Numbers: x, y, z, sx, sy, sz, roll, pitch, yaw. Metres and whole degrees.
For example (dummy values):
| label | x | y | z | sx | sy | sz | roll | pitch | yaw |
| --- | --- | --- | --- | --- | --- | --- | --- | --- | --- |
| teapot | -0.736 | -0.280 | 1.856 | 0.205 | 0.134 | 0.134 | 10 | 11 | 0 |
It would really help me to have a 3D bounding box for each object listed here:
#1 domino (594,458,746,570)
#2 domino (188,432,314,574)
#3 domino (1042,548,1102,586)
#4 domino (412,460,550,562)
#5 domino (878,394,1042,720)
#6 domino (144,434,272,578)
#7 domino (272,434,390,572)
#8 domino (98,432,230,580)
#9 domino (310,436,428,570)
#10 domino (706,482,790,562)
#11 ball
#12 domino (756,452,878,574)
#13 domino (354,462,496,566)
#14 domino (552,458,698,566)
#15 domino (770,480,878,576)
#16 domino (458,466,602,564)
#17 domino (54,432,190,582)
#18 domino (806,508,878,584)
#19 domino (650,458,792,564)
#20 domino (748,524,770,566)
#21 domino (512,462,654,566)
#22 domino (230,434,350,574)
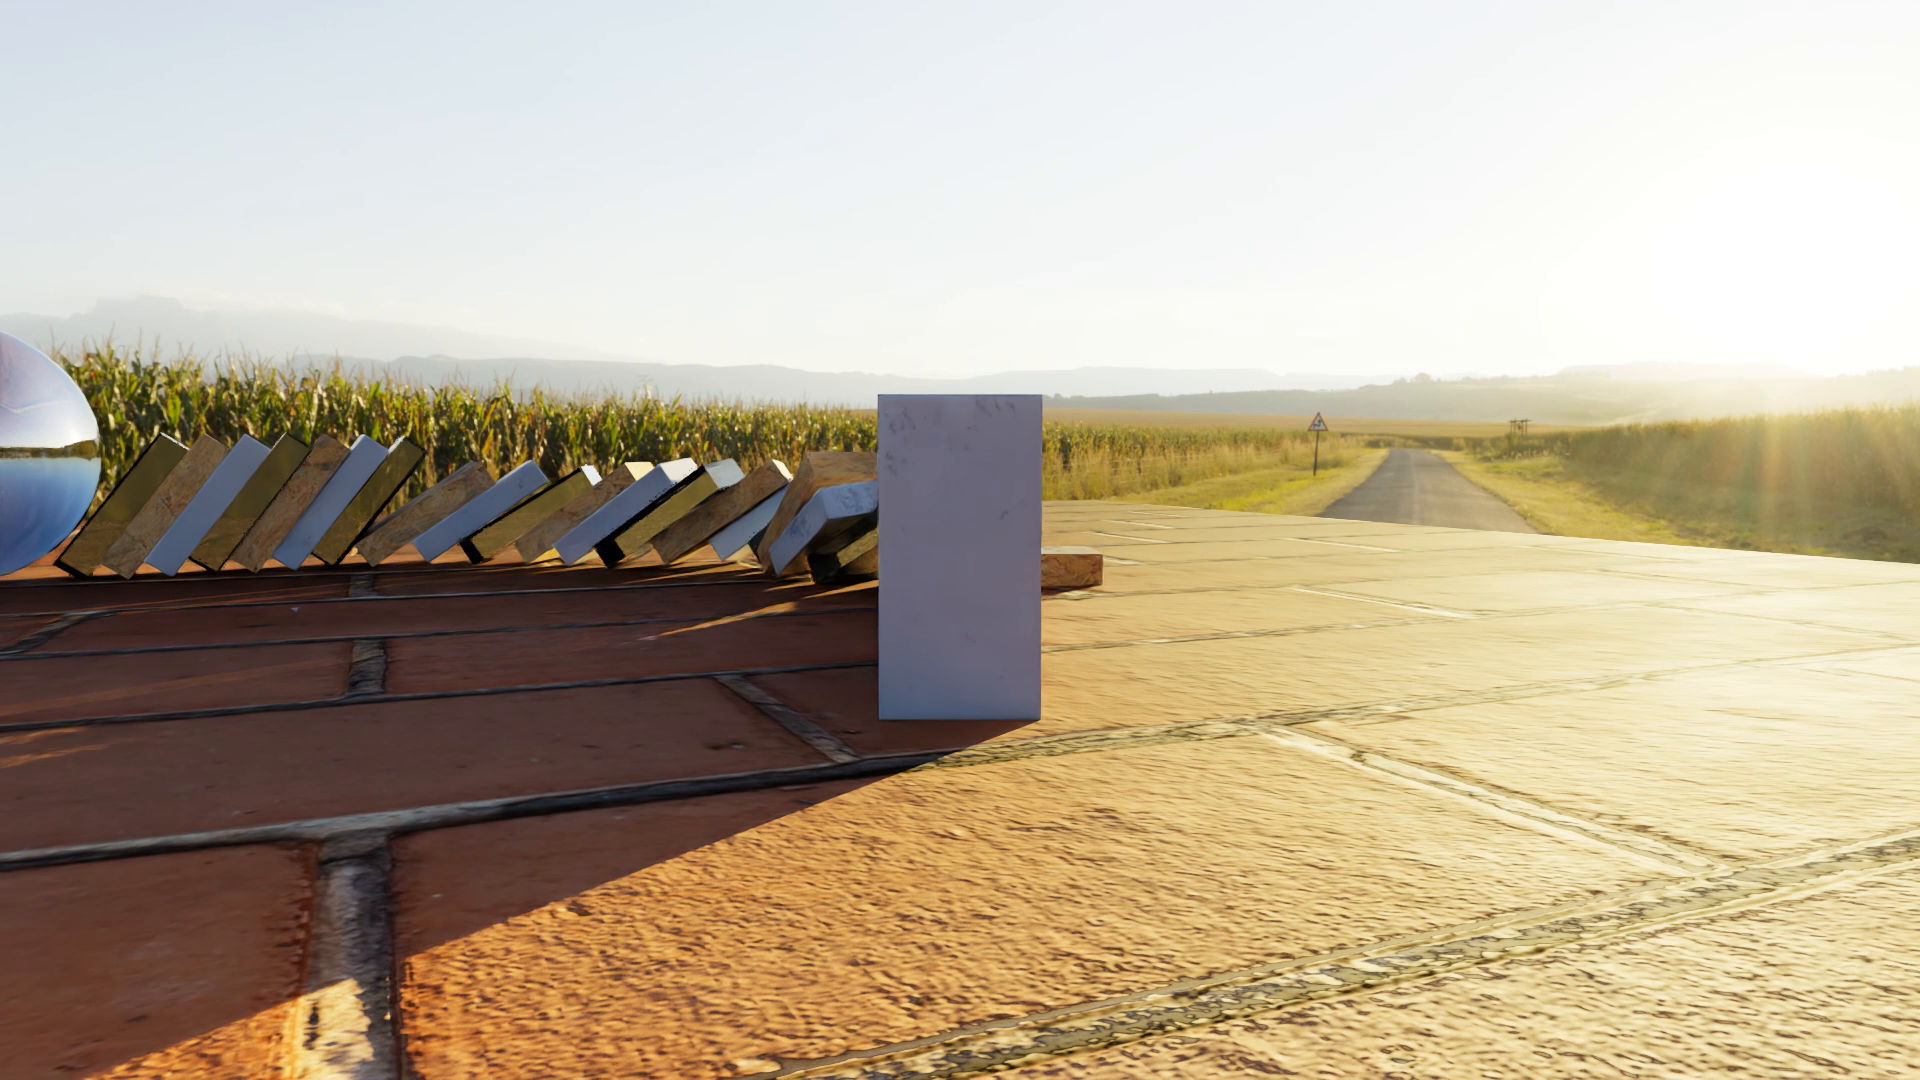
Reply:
| label | x | y | z | sx | sy | sz | roll | pitch | yaw |
| --- | --- | --- | --- | --- | --- | --- | --- | --- | --- |
| domino | -0.099 | -0.009 | 0.440 | 0.050 | 0.010 | 0.025 | -34 | 0 | 15 |
| domino | -0.237 | -0.013 | 0.428 | 0.009 | 0.050 | 0.025 | 38 | -15 | -26 |
| domino | 0.017 | 0.008 | 0.397 | 0.050 | 0.010 | 0.025 | 0 | 4 | -4 |
| domino | -0.175 | -0.011 | 0.467 | 0.050 | 0.009 | 0.025 | -38 | 16 | -18 |
| domino | 0.000 | 0.002 | 0.201 | 0.025 | 0.050 | 0.009 | 0 | 4 | 0 |
| domino | -0.247 | -0.012 | 0.422 | 0.010 | 0.050 | 0.025 | 38 | -14 | -26 |
| domino | -0.217 | -0.013 | 0.441 | 0.010 | 0.050 | 0.025 | 39 | -14 | -25 |
| domino | -0.257 | -0.012 | 0.417 | 0.010 | 0.050 | 0.025 | 38 | -15 | -26 |
| domino | -0.207 | -0.014 | 0.450 | 0.009 | 0.050 | 0.025 | 40 | -15 | -25 |
| domino | -0.063 | -0.010 | 0.450 | 0.050 | 0.009 | 0.025 | -34 | -2 | 0 |
| ball | -0.303 | -0.026 | 0.381 | 0.080 | 0.080 | 0.080 | 0 | 4 | 0 |
| domino | -0.045 | -0.008 | 0.413 | 0.025 | 0.010 | 0.050 | -3 | -36 | -33 |
| domino | -0.192 | -0.010 | 0.460 | 0.050 | 0.010 | 0.025 | -39 | 20 | -21 |
| domino | -0.115 | -0.010 | 0.447 | 0.050 | 0.009 | 0.025 | -34 | 0 | 16 |
| domino | -0.038 | -0.004 | 0.391 | 0.025 | 0.009 | 0.050 | -11 | -15 | -29 |
| domino | -0.154 | -0.009 | 0.464 | 0.050 | 0.010 | 0.025 | -32 | 7 | -3 |
| domino | -0.268 | -0.011 | 0.412 | 0.010 | 0.050 | 0.025 | 38 | -14 | -26 |
| domino | -0.021 | -0.001 | 0.383 | 0.025 | 0.010 | 0.050 | -4 | -20 | -46 |
| domino | -0.081 | -0.010 | 0.446 | 0.050 | 0.010 | 0.025 | -34 | 0 | 0 |
| domino | -0.046 | -0.010 | 0.437 | 0.050 | 0.009 | 0.025 | -39 | -16 | 20 |
| domino | -0.132 | -0.010 | 0.459 | 0.050 | 0.010 | 0.025 | -34 | 0 | 8 |
| domino | -0.227 | -0.013 | 0.434 | 0.010 | 0.050 | 0.025 | 38 | -14 | -26 |
